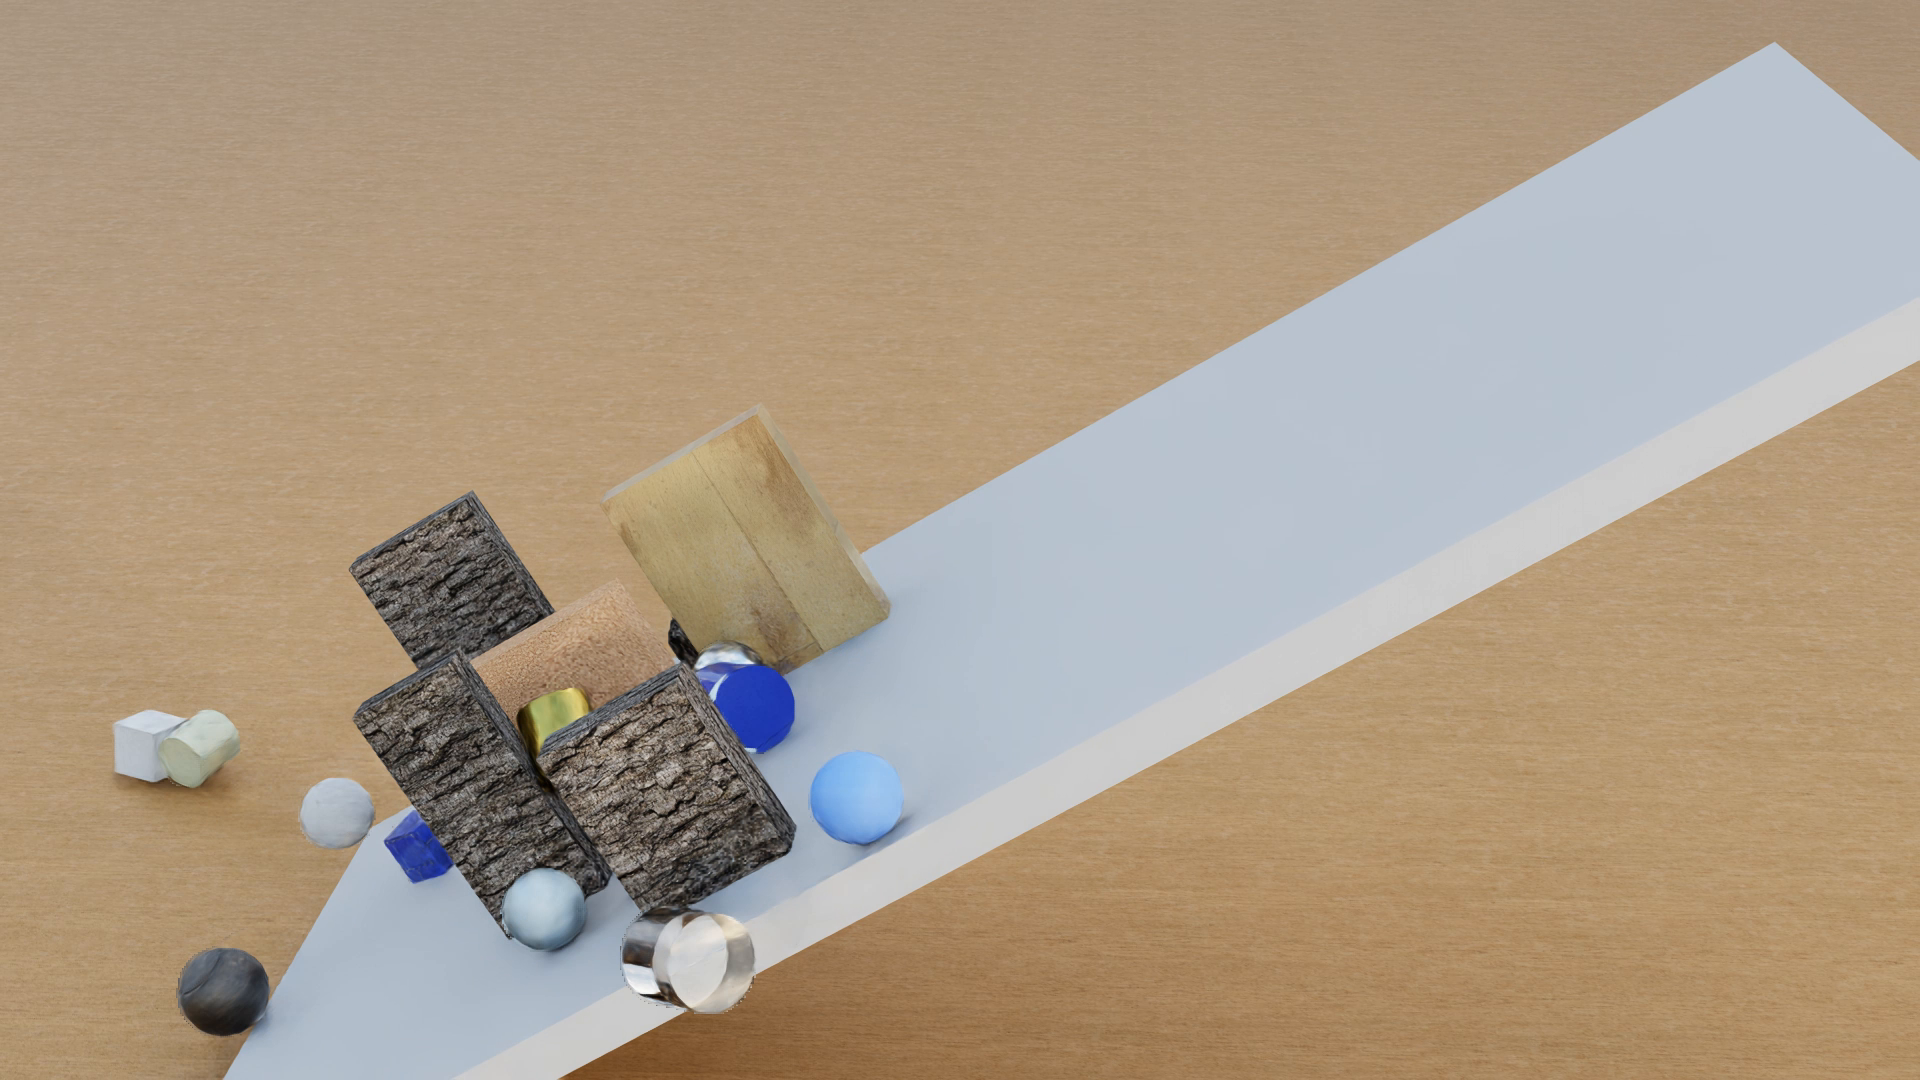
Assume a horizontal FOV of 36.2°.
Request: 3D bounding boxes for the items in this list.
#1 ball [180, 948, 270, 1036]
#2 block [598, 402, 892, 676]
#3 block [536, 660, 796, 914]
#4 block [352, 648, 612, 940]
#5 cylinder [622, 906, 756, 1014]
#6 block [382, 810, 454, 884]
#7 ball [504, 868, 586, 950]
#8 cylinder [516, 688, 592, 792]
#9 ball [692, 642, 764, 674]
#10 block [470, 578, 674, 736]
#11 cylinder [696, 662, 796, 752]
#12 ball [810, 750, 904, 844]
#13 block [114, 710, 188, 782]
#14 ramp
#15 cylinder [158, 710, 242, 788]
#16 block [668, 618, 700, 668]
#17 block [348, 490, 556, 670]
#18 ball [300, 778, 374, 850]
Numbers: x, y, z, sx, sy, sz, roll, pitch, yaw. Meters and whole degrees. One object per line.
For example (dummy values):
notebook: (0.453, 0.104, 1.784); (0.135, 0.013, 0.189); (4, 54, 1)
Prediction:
ball: (-1.661, 1.020, 6.644); (0.199, 0.199, 0.199); (0, 19, 0)
block: (-0.486, 0.034, 6.705); (0.425, 0.560, 0.091); (-29, 15, 13)
block: (-0.565, 0.491, 5.691); (0.321, 0.406, 0.119); (-29, 15, 13)
block: (-0.985, 0.528, 6.094); (0.246, 0.578, 0.090); (-29, 15, 13)
cylinder: (-0.487, 0.753, 5.286); (0.176, 0.176, 0.176); (-13, 6, -33)
block: (-1.250, 0.711, 6.940); (0.128, 0.128, 0.128); (-20, 19, 39)
ball: (-0.834, 0.742, 5.910); (0.165, 0.165, 0.165); (0, 19, 0)
cylinder: (-0.818, 0.413, 6.074); (0.156, 0.156, 0.156); (-12, 66, -30)
ball: (-0.521, 0.314, 6.643); (0.170, 0.170, 0.170); (0, 19, 0)
block: (-0.833, 0.382, 6.531); (0.443, 0.438, 0.101); (-29, 15, 13)
cylinder: (-0.480, 0.362, 6.369); (0.188, 0.188, 0.188); (-10, 4, -26)
ball: (-0.190, 0.476, 5.433); (0.173, 0.173, 0.173); (0, 19, 0)
block: (-2.246, 0.571, 8.170); (0.143, 0.143, 0.143); (11, 18, 24)
ramp: (0.142, 0.168, 6.288); (4.000, 0.100, 2.000); (-29, 15, 13)
cylinder: (-2.100, 0.575, 8.124); (0.158, 0.158, 0.158); (9, 31, 24)
block: (-0.560, 0.242, 6.937); (0.181, 0.181, 0.181); (-31, 15, 5)
block: (-1.142, 0.250, 7.132); (0.343, 0.673, 0.086); (-29, 15, 13)
ball: (-1.447, 0.635, 6.836); (0.168, 0.168, 0.168); (0, 19, 0)
